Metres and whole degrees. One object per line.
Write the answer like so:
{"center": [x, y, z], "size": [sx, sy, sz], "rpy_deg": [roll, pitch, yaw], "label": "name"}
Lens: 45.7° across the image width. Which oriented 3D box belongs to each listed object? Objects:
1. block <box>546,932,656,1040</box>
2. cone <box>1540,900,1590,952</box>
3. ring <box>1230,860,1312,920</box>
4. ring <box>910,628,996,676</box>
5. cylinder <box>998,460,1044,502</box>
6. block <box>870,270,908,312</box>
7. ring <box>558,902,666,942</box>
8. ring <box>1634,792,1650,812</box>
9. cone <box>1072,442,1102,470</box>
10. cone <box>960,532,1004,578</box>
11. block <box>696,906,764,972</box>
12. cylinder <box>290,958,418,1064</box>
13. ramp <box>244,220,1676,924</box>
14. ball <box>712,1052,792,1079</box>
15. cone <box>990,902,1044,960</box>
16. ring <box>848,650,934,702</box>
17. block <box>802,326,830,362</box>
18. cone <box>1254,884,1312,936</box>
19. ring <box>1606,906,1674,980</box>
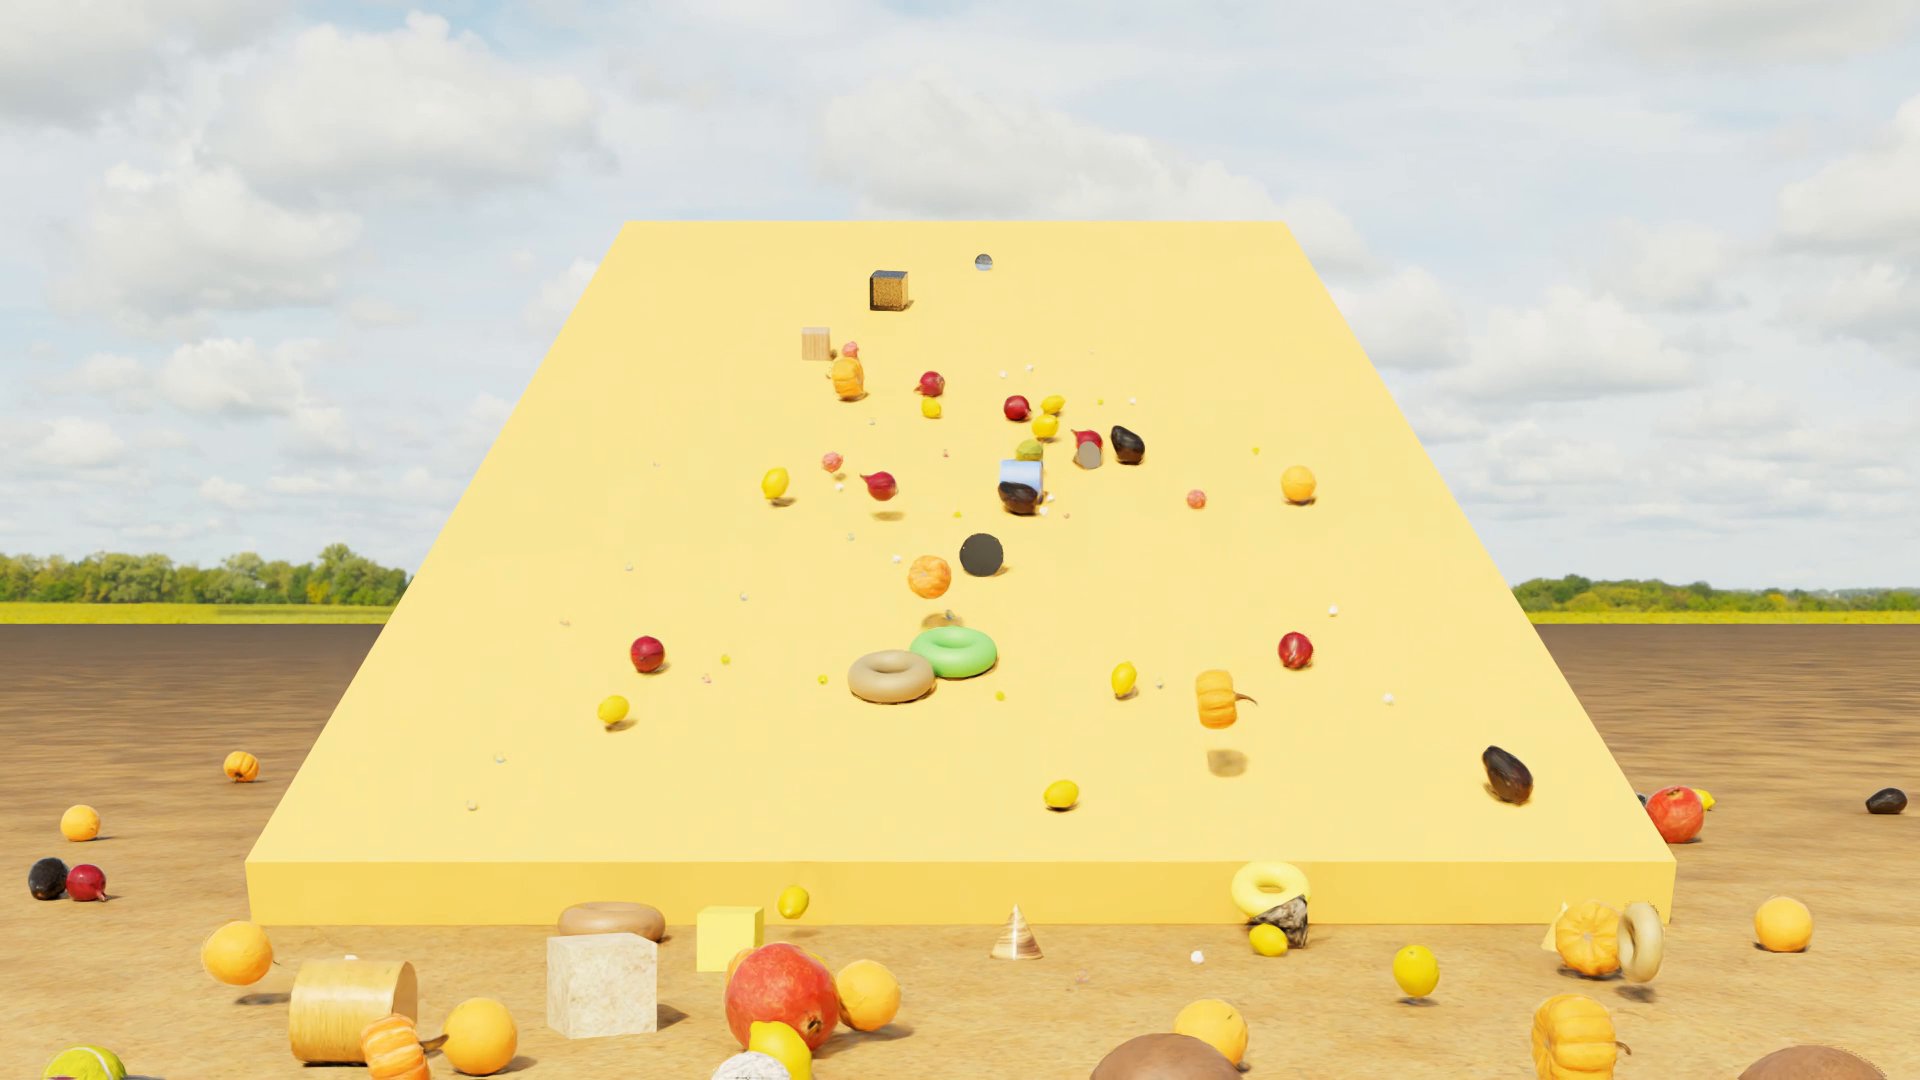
{"center": [-0.379, 0.469, 2.407], "size": [0.093, 0.093, 0.093], "rpy_deg": [1, -2, -25], "label": "block"}
{"center": [0.794, 0.504, 2.991], "size": [0.063, 0.063, 0.063], "rpy_deg": [0, -2, 0], "label": "cone"}
{"center": [0.423, 0.477, 3.103], "size": [0.110, 0.037, 0.110], "rpy_deg": [-2, 31, 1], "label": "ring"}
{"center": [-0.011, 0.187, 3.807], "size": [0.147, 0.049, 0.147], "rpy_deg": [1, 20, 0], "label": "ring"}
{"center": [0.123, -0.119, 4.566], "size": [0.080, 0.080, 0.080], "rpy_deg": [4, -1, 9], "label": "cylinder"}
{"center": [-0.186, -0.652, 5.961], "size": [0.087, 0.087, 0.087], "rpy_deg": [3, 21, 8], "label": "block"}
{"center": [-0.466, 0.514, 3.045], "size": [0.144, 0.048, 0.144], "rpy_deg": [1, -2, 0], "label": "ring"}
{"center": [1.474, 0.585, 5.071], "size": [0.125, 0.042, 0.125], "rpy_deg": [1, -1, 0], "label": "ring"}
{"center": [0.252, -0.171, 4.779], "size": [0.062, 0.062, 0.062], "rpy_deg": [1, -11, -37], "label": "cone"}
{"center": [0.044, 0.032, 4.231], "size": [0.082, 0.082, 0.082], "rpy_deg": [0, -6, 6], "label": "cone"}
{"center": [-0.284, 0.494, 2.824], "size": [0.071, 0.071, 0.071], "rpy_deg": [0, -2, 5], "label": "block"}
{"center": [-0.588, 0.458, 2.214], "size": [0.098, 0.098, 0.098], "rpy_deg": [1, -2, 1], "label": "cylinder"}
{"center": [-0.006, -0.213, 5.069], "size": [2.000, 0.100, 4.000], "rpy_deg": [0, 21, 0], "label": "ramp"}
{"center": [-0.172, 0.459, 1.883], "size": [0.072, 0.072, 0.072], "rpy_deg": [0, -2, 0], "label": "ball"}
{"center": [0.072, 0.498, 2.913], "size": [0.070, 0.070, 0.070], "rpy_deg": [0, -2, 0], "label": "cone"}
{"center": [-0.113, 0.222, 3.714], "size": [0.143, 0.048, 0.143], "rpy_deg": [-1, 21, 0], "label": "ring"}
{"center": [-0.349, -0.476, 5.524], "size": [0.067, 0.067, 0.067], "rpy_deg": [0, 21, -1], "label": "block"}
{"center": [0.413, 0.498, 2.982], "size": [0.070, 0.070, 0.070], "rpy_deg": [-21, 4, -17], "label": "cone"}
{"center": [0.764, 0.453, 2.562], "size": [0.030, 0.090, 0.090], "rpy_deg": [-29, 9, -21], "label": "ring"}
